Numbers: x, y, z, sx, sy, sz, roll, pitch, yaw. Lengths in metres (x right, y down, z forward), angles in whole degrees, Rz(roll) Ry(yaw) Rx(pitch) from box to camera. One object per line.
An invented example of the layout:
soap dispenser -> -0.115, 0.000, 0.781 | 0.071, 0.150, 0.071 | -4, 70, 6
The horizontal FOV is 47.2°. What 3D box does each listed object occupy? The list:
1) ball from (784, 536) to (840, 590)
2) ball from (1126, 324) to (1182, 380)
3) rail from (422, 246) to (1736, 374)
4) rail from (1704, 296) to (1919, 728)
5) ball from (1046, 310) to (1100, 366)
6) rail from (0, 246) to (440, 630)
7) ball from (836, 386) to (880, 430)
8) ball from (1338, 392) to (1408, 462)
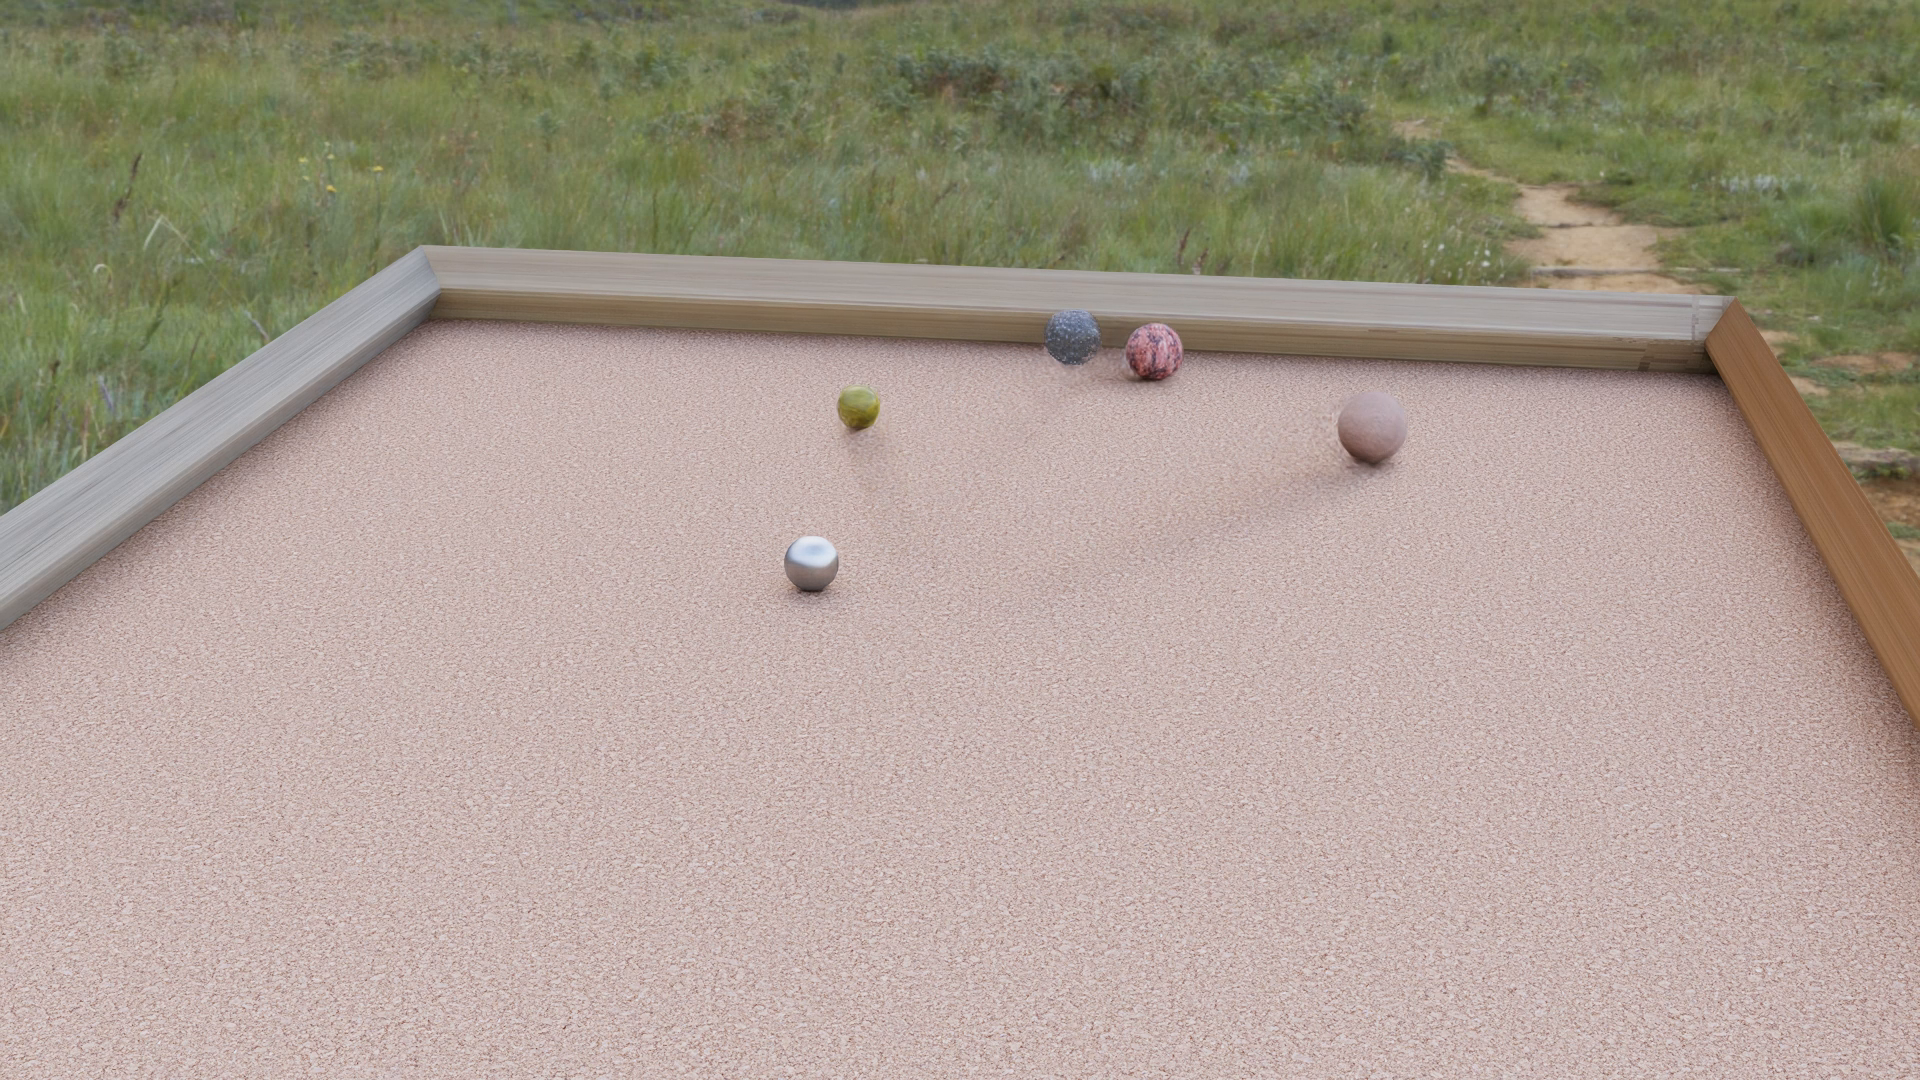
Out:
ball -> -0.164, 0.025, 2.426 | 0.061, 0.061, 0.061 | 0, 22, 0
ball -> 0.276, -0.269, 3.137 | 0.081, 0.081, 0.081 | 0, 22, 0
rail -> 0.132, -0.339, 3.263 | 1.963, 0.115, 0.045 | 3, 22, 8
rail -> 0.812, 0.360, 1.513 | 0.045, 0.115, 3.567 | 3, 22, 8
ball -> 0.164, -0.295, 3.202 | 0.080, 0.080, 0.080 | 0, 22, 0
rail -> -1.082, 0.252, 1.783 | 0.045, 0.115, 3.567 | 3, 22, 8
ball -> -0.136, -0.176, 2.934 | 0.059, 0.059, 0.059 | 0, 22, 0
ball -> 0.528, -0.144, 2.813 | 0.089, 0.089, 0.089 | 0, 22, 0
